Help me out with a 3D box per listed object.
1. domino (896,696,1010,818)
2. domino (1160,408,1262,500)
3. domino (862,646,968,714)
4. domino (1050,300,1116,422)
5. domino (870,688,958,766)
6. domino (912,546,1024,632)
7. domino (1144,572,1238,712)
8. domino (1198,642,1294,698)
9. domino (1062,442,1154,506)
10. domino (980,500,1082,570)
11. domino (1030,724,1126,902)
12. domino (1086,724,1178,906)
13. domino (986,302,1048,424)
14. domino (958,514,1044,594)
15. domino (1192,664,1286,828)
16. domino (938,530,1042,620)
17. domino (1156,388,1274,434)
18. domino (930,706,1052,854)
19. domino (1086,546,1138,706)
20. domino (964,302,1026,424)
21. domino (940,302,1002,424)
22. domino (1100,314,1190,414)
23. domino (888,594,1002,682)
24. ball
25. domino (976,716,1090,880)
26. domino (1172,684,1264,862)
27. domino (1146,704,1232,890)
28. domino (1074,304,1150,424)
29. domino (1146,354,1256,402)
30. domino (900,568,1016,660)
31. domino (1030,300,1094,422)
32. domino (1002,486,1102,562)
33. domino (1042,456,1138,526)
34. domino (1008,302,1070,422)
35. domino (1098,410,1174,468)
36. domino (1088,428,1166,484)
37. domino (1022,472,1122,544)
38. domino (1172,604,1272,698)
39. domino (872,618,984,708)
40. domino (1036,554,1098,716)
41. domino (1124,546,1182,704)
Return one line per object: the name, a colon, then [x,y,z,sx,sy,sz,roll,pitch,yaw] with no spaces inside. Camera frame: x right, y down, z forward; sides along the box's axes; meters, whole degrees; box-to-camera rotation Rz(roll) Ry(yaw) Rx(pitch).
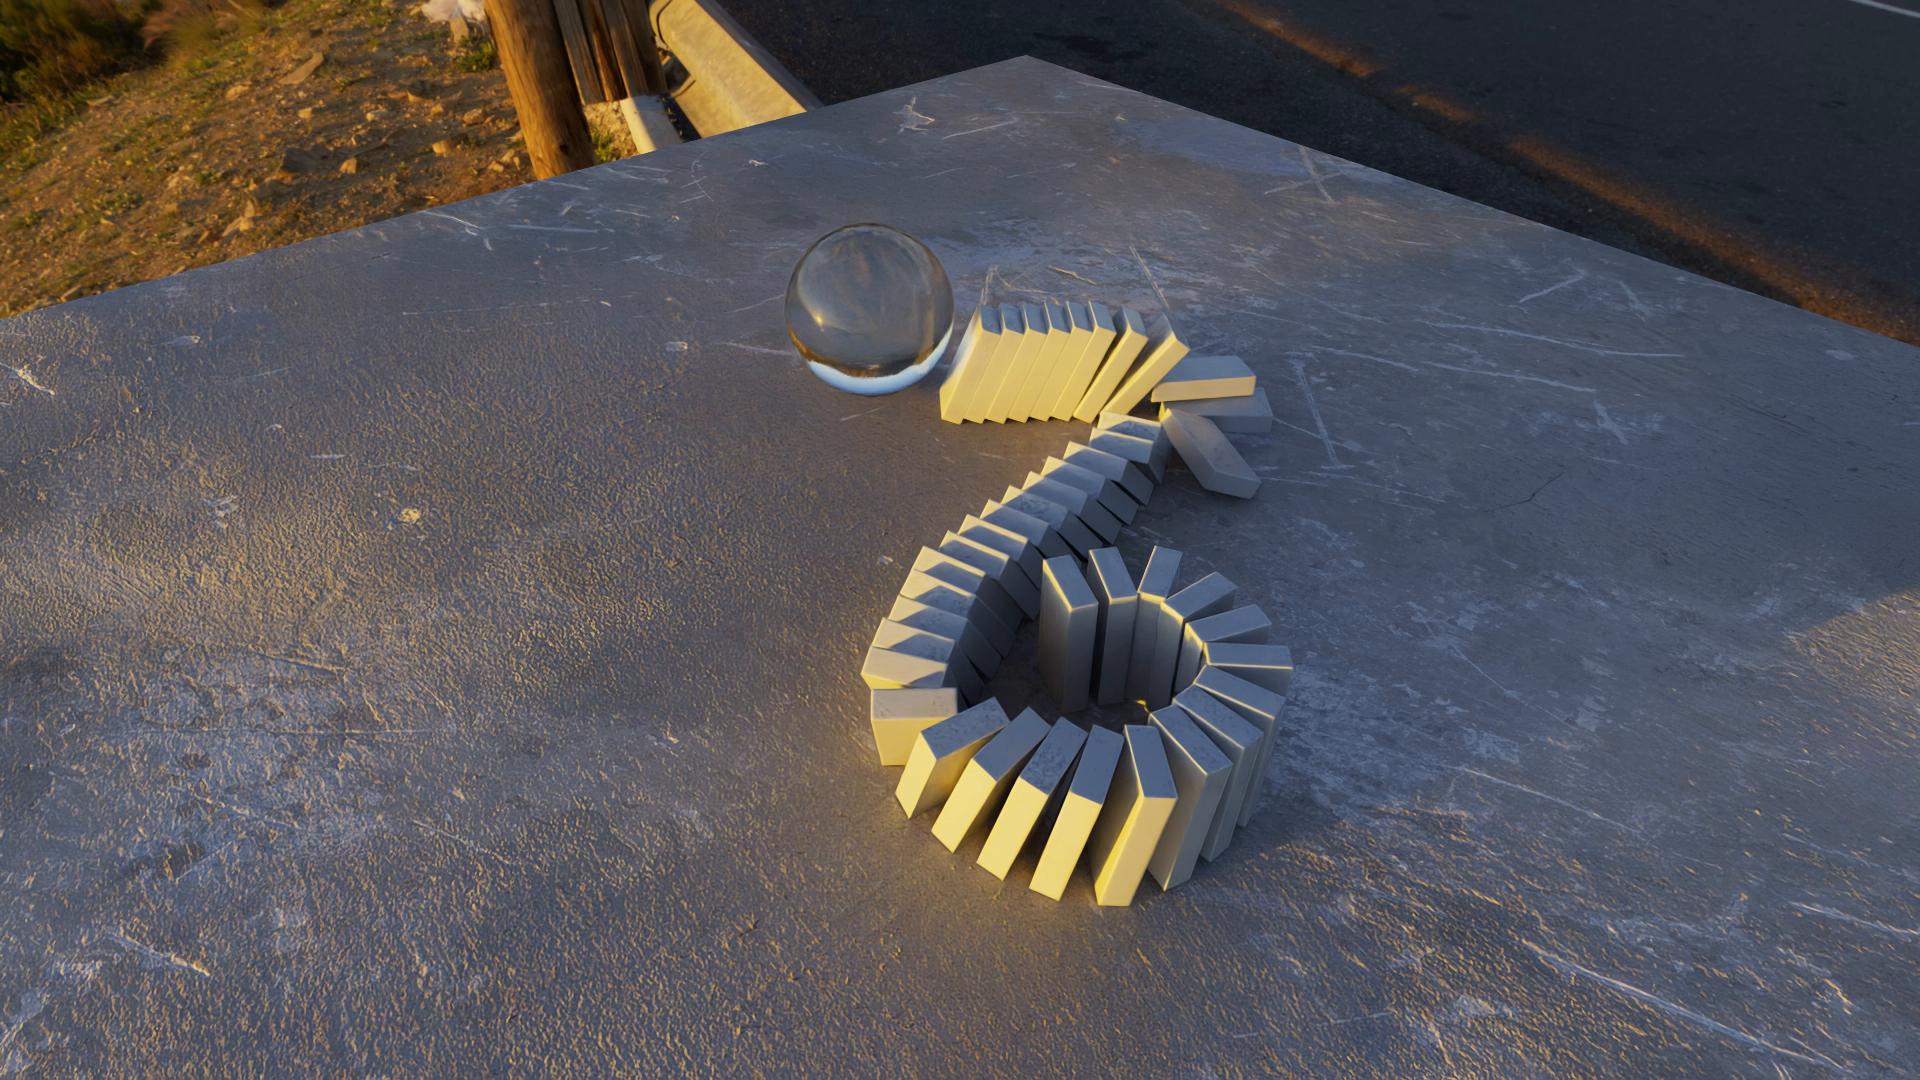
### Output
domino: [-0.003,0.066,0.331,0.025,0.050,0.009,-22,65,-24]
domino: [0.109,-0.038,0.483,0.025,0.010,0.050,10,34,-26]
domino: [-0.013,0.049,0.352,0.025,0.050,0.009,12,66,14]
domino: [0.055,-0.083,0.513,0.010,0.050,0.025,15,36,-16]
domino: [-0.013,0.058,0.340,0.025,0.050,0.009,-1,64,0]
domino: [0.004,0.019,0.391,0.025,0.050,0.010,22,78,25]
domino: [0.077,0.037,0.367,0.025,0.050,0.010,-25,46,-28]
domino: [0.087,0.054,0.345,0.025,0.050,0.009,2,38,3]
domino: [0.061,-0.027,0.451,0.025,0.009,0.050,20,-1,23]
domino: [0.027,0.001,0.413,0.025,0.050,0.010,23,81,26]
domino: [0.033,0.079,0.315,0.009,0.050,0.025,21,43,9]
domino: [0.048,0.079,0.314,0.009,0.050,0.025,4,39,-10]
domino: [0.025,-0.082,0.512,0.009,0.050,0.025,15,37,-16]
domino: [0.019,0.008,0.404,0.025,0.050,0.010,22,78,25]
domino: [0.081,0.063,0.334,0.025,0.050,0.009,23,43,25]
domino: [0.012,0.014,0.397,0.025,0.050,0.009,22,78,25]
domino: [0.119,-0.062,0.519,0.050,0.010,0.025,1,39,1]
domino: [0.009,0.071,0.324,0.010,0.050,0.025,42,53,16]
domino: [0.050,0.030,0.375,0.009,0.050,0.025,-6,40,-8]
domino: [0.015,-0.082,0.512,0.010,0.050,0.025,15,37,-16]
domino: [0.004,-0.082,0.511,0.010,0.050,0.025,15,37,-16]
domino: [0.084,-0.079,0.512,0.009,0.050,0.025,29,31,-26]
domino: [-0.004,0.034,0.372,0.025,0.050,0.010,18,76,20]
ball: [-0.042,-0.108,0.520,0.080,0.080,0.080,0,39,0]
domino: [0.021,0.075,0.319,0.009,0.050,0.025,31,47,13]
domino: [0.072,0.070,0.326,0.009,0.050,0.025,-27,46,-34]
domino: [0.061,0.075,0.319,0.010,0.050,0.025,-13,41,-28]
domino: [0.068,-0.082,0.512,0.010,0.050,0.025,20,35,-19]
domino: [0.112,-0.077,0.522,0.050,0.010,0.025,-5,34,-8]
domino: [0.000,0.026,0.382,0.025,0.050,0.010,22,78,25]
domino: [0.045,-0.083,0.513,0.009,0.050,0.025,15,36,-16]
domino: [0.036,-0.005,0.422,0.025,0.050,0.010,23,85,26]
domino: [0.053,-0.019,0.441,0.025,0.050,0.010,23,89,25]
domino: [0.035,-0.082,0.512,0.009,0.050,0.025,15,36,-16]
domino: [0.076,-0.043,0.470,0.025,0.009,0.050,15,-2,17]
domino: [0.071,-0.035,0.460,0.025,0.010,0.050,15,-2,17]
domino: [0.044,-0.012,0.431,0.025,0.050,0.010,23,87,26]
domino: [0.083,0.045,0.356,0.025,0.050,0.009,-13,41,-16]
domino: [-0.009,0.042,0.362,0.025,0.050,0.009,16,71,18]
domino: [0.036,0.033,0.372,0.009,0.050,0.025,-11,41,-13]
domino: [0.066,0.030,0.375,0.010,0.050,0.025,14,41,16]
